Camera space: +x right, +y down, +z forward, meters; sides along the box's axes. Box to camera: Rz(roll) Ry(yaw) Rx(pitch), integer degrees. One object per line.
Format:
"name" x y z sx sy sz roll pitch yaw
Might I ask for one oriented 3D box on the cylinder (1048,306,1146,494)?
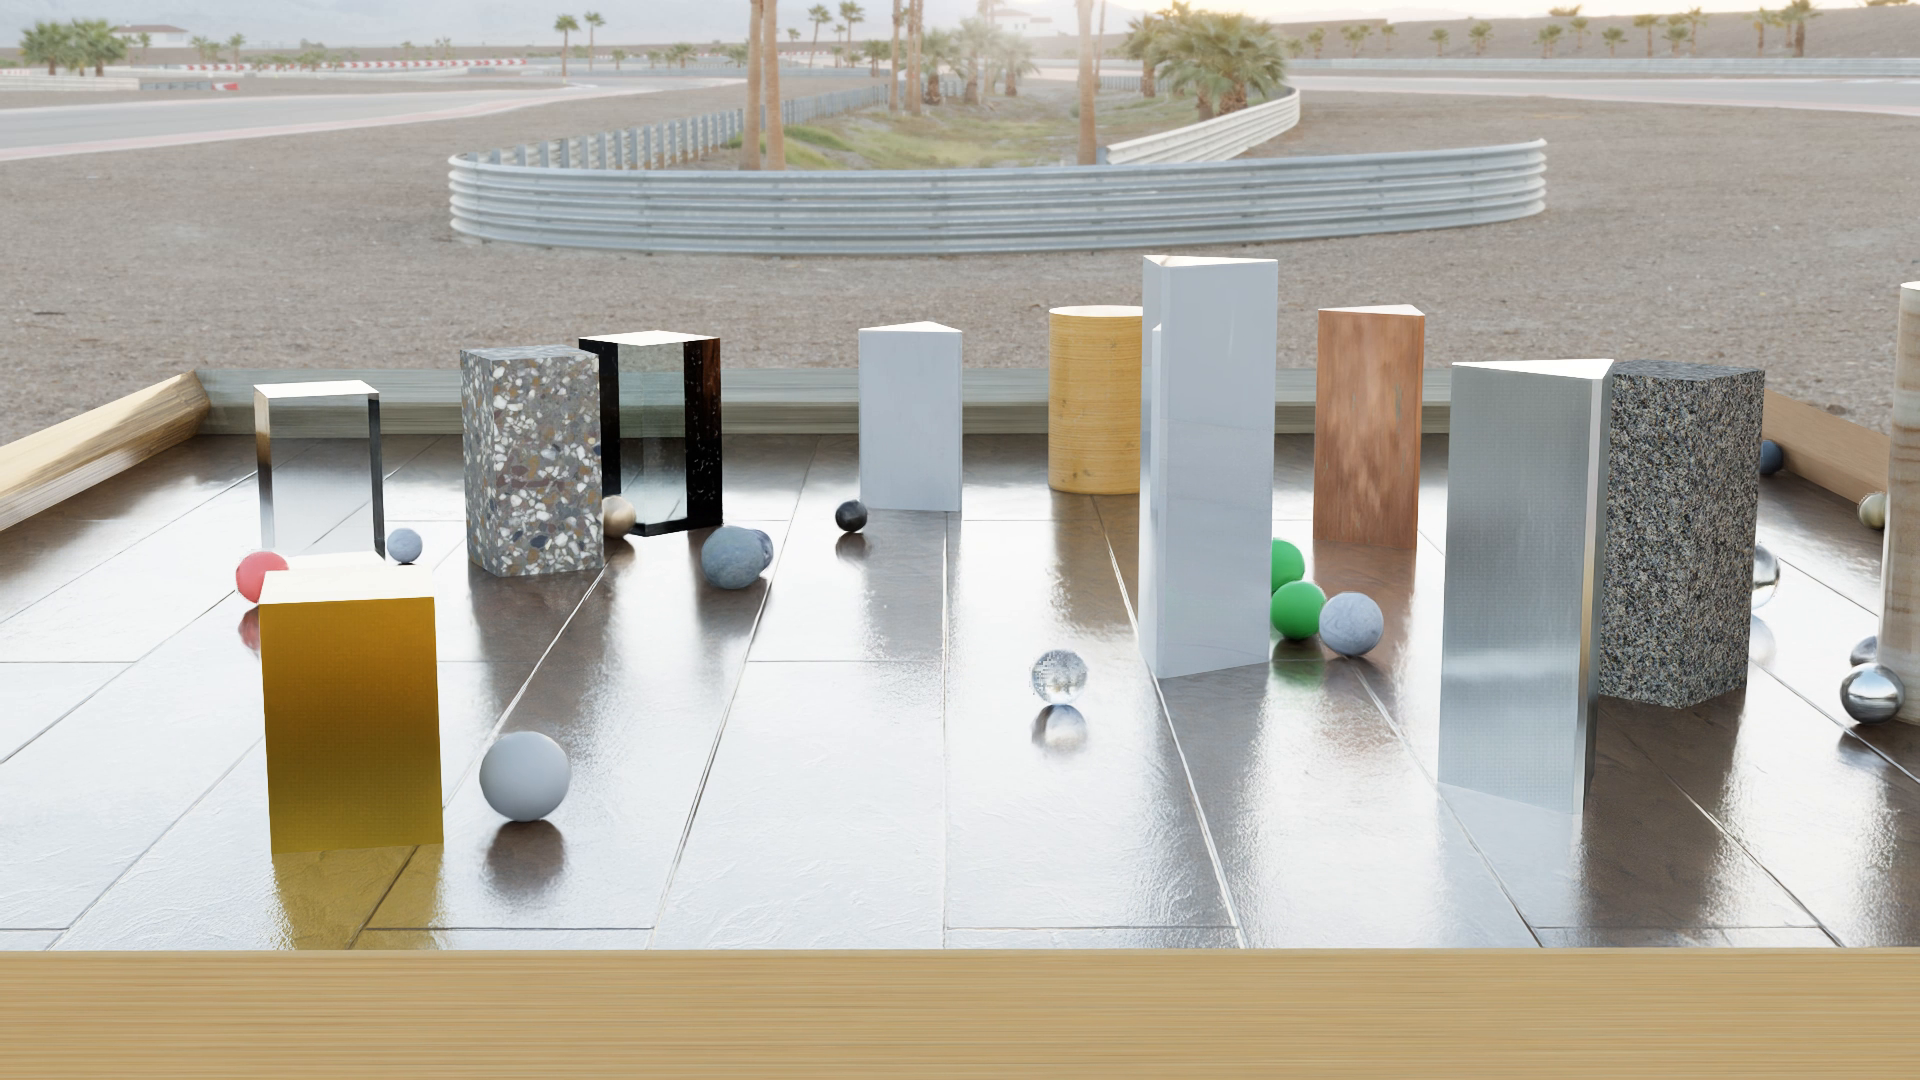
"cylinder" 0.254 -0.247 4.479 0.198 0.306 0.198 0 10 0

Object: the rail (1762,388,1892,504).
"rail" 1.495 0.032 3.457 0.045 0.129 3.424 0 10 0

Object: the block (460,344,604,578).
"block" -0.630 -0.120 3.774 0.159 0.314 0.159 -5 12 -27

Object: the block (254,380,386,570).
"block" -0.956 -0.100 3.828 0.159 0.254 0.159 -4 11 -22

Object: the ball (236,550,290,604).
"ball" -0.951 0.052 3.503 0.075 0.075 0.075 0 10 0

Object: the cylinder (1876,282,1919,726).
"cylinder" 1.147 -0.042 2.885 0.198 0.484 0.198 0 10 0

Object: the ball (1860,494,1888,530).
"ball" 1.456 -0.044 4.064 0.058 0.058 0.058 0 10 0

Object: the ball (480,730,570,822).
"ball" -0.424 0.230 2.503 0.088 0.088 0.088 0 10 0

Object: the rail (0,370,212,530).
"rail" -1.495 0.035 3.440 0.045 0.129 3.424 0 10 0

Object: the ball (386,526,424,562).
"ball" -0.822 0.007 3.802 0.053 0.053 0.053 0 10 0

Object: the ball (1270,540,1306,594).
"ball" 0.443 0.037 3.576 0.076 0.076 0.076 0 10 0

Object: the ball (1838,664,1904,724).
"ball" 1.019 0.172 2.869 0.069 0.069 0.069 0 10 0

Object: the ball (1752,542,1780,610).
"ball" 1.055 0.048 3.460 0.099 0.099 0.099 0 10 0

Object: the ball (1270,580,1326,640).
"ball" 0.435 0.090 3.296 0.075 0.075 0.075 0 10 0

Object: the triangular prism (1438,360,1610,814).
"triangular prism" 0.605 0.038 2.597 0.149 0.432 0.172 -9 14 -41

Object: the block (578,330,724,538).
"block" -0.492 -0.172 4.091 0.159 0.301 0.159 10 15 44

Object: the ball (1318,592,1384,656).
"ball" 0.488 0.105 3.197 0.081 0.081 0.081 0 10 0

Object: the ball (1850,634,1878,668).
"ball" 1.089 0.143 3.044 0.062 0.062 0.062 0 10 0

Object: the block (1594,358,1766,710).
"block" 0.824 -0.012 3.016 0.159 0.378 0.159 10 14 43

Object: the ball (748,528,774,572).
"ball" -0.302 0.016 3.715 0.067 0.067 0.067 0 10 0

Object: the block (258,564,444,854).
"block" -0.584 0.159 2.471 0.159 0.239 0.159 -2 11 -12

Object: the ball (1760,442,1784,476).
"ball" 1.451 -0.147 4.615 0.060 0.060 0.060 0 10 0

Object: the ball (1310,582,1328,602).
"ball" 0.453 0.084 3.373 0.059 0.059 0.059 0 10 0

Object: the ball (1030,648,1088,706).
"ball" 0.115 0.157 2.956 0.066 0.066 0.066 0 10 0

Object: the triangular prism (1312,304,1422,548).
"triangular prism" 0.662 -0.181 3.987 0.172 0.357 0.149 7 12 32

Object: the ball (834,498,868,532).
"ball" -0.172 -0.038 4.049 0.053 0.053 0.053 0 10 0

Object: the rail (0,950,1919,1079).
"rail" 0.010 0.340 1.789 3.037 0.129 0.045 0 10 0

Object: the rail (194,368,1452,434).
"rail" -0.010 -0.274 5.109 3.037 0.129 0.045 0 10 0

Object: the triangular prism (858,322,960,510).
"triangular prism" -0.069 -0.211 4.309 0.172 0.297 0.149 2 11 11

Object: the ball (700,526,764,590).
"ball" -0.320 0.024 3.610 0.090 0.090 0.090 0 10 0

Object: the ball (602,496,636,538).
"ball" -0.538 -0.036 4.002 0.066 0.066 0.066 0 10 0

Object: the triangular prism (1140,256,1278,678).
"triangular prism" 0.270 -0.097 3.150 0.172 0.495 0.149 -7 13 -33
